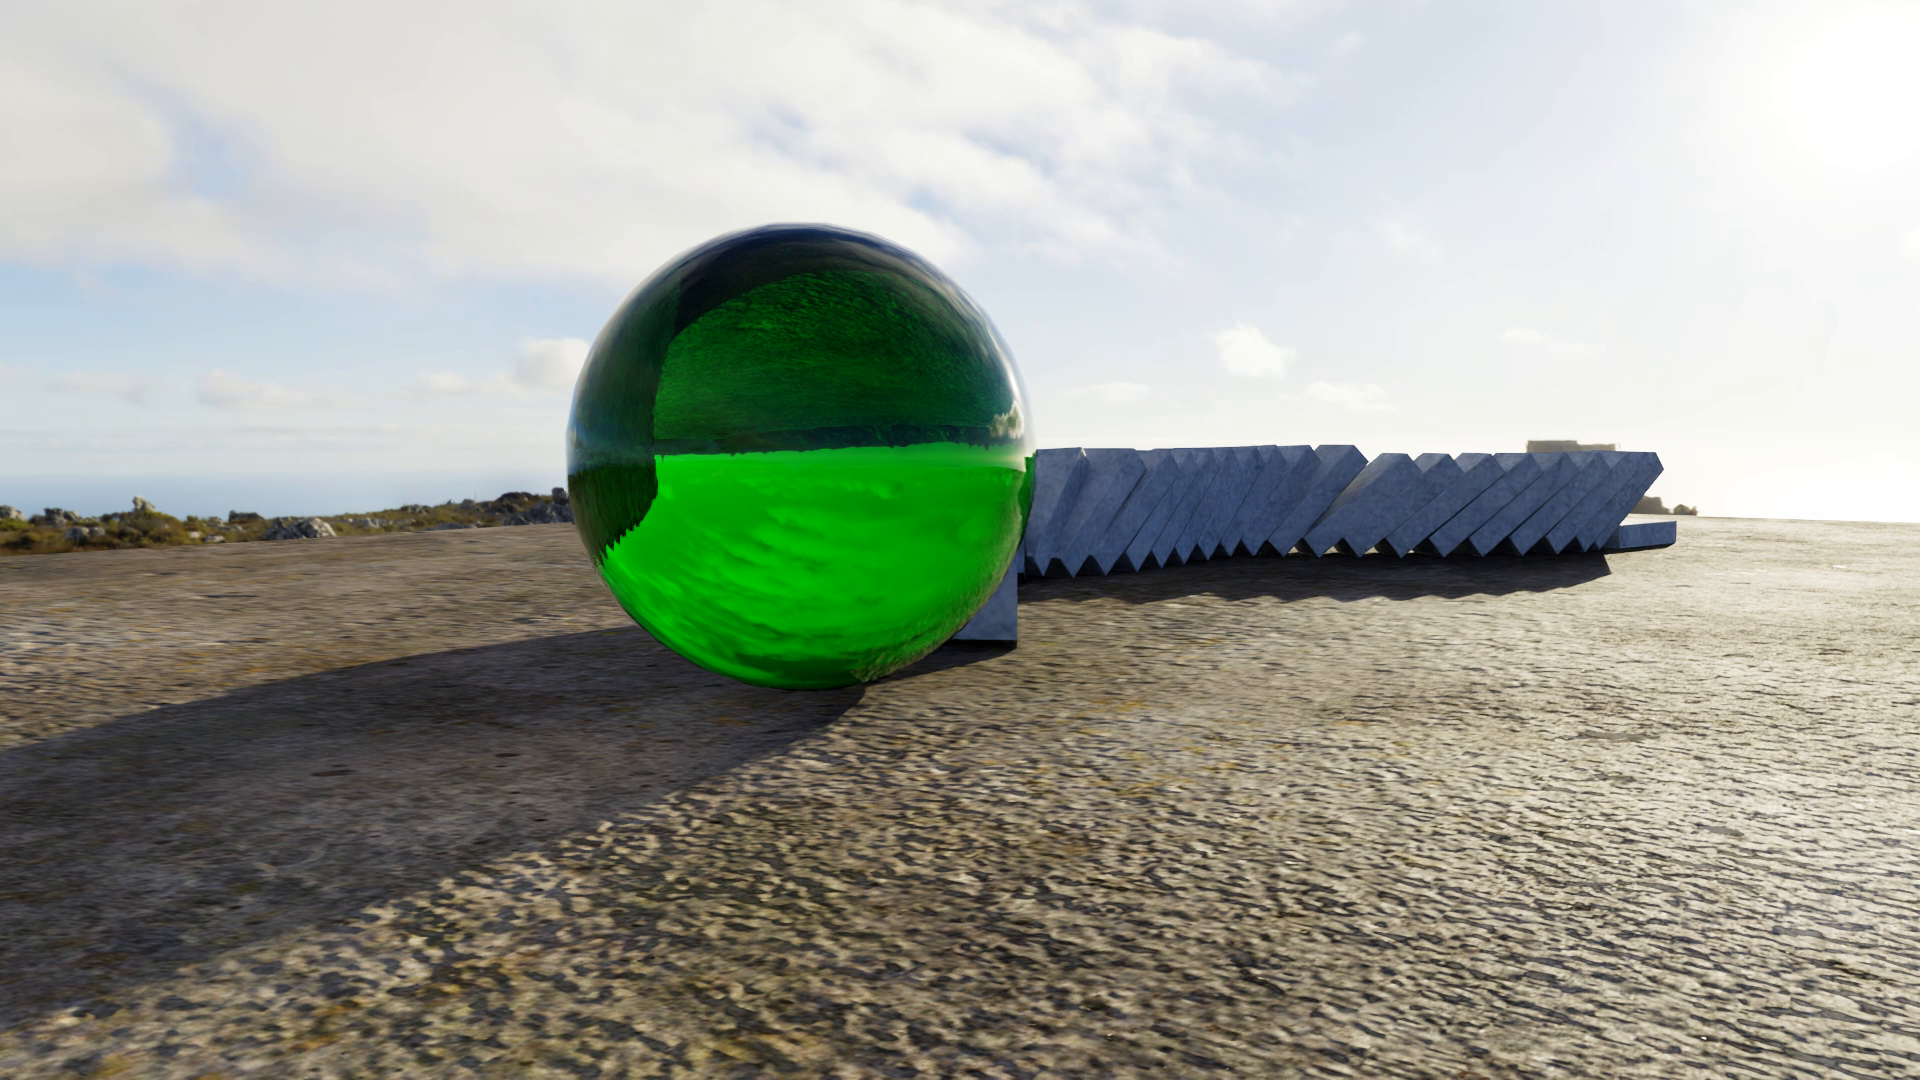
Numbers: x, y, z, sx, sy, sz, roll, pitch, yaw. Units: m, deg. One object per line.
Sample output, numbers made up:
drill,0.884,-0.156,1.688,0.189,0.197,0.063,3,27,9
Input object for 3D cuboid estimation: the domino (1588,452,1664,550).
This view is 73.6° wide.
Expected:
domino,0.265,-0.017,0.531,0.050,0.009,0.025,-44,21,-17

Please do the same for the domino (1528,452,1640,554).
domino,0.241,-0.015,0.509,0.050,0.009,0.025,-42,16,-11

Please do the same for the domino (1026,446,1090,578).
domino,0.022,-0.009,0.416,0.025,0.009,0.050,-1,45,31

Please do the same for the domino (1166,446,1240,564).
domino,0.080,-0.013,0.466,0.025,0.009,0.050,3,48,43

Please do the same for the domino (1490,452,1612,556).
domino,0.227,-0.015,0.502,0.050,0.009,0.025,-41,13,-7

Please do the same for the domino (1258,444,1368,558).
domino,0.132,-0.016,0.494,0.009,0.050,0.025,45,-7,-13

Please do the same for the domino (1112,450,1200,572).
domino,0.060,-0.011,0.444,0.025,0.009,0.050,4,47,43

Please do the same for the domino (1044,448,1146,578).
domino,0.038,-0.010,0.423,0.025,0.009,0.050,4,49,46

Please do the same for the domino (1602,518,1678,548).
domino,0.281,-0.003,0.547,0.050,0.009,0.025,-3,5,-37

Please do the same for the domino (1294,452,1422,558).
domino,0.150,-0.014,0.492,0.050,0.010,0.025,-39,5,1

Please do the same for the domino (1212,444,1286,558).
domino,0.101,-0.015,0.487,0.025,0.009,0.050,1,47,49

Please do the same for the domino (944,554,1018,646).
domino,0.000,-0.003,0.272,0.025,0.050,0.009,0,-12,2

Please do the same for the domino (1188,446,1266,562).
domino,0.091,-0.014,0.476,0.025,0.009,0.050,2,48,47

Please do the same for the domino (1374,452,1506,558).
domino,0.181,-0.014,0.490,0.050,0.009,0.025,-39,5,1

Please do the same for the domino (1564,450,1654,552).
domino,0.254,-0.016,0.519,0.050,0.009,0.025,-44,21,-16

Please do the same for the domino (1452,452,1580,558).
domino,0.211,-0.014,0.496,0.050,0.009,0.025,-40,9,-4

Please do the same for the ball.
ball,-0.027,-0.014,0.222,0.080,0.080,0.080,0,4,0

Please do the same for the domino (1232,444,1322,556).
domino,0.115,-0.016,0.494,0.050,0.009,0.025,-50,25,-20

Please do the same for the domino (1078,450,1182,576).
domino,0.051,-0.010,0.432,0.025,0.009,0.050,5,48,48

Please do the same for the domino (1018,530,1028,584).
domino,0.008,-0.012,0.396,0.025,0.050,0.009,0,-22,6

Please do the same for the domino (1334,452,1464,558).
domino,0.165,-0.014,0.491,0.050,0.009,0.025,-39,4,1

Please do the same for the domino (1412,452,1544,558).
domino,0.196,-0.014,0.492,0.050,0.010,0.025,-40,7,-2

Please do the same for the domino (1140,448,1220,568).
domino,0.070,-0.012,0.455,0.025,0.010,0.050,4,49,43
